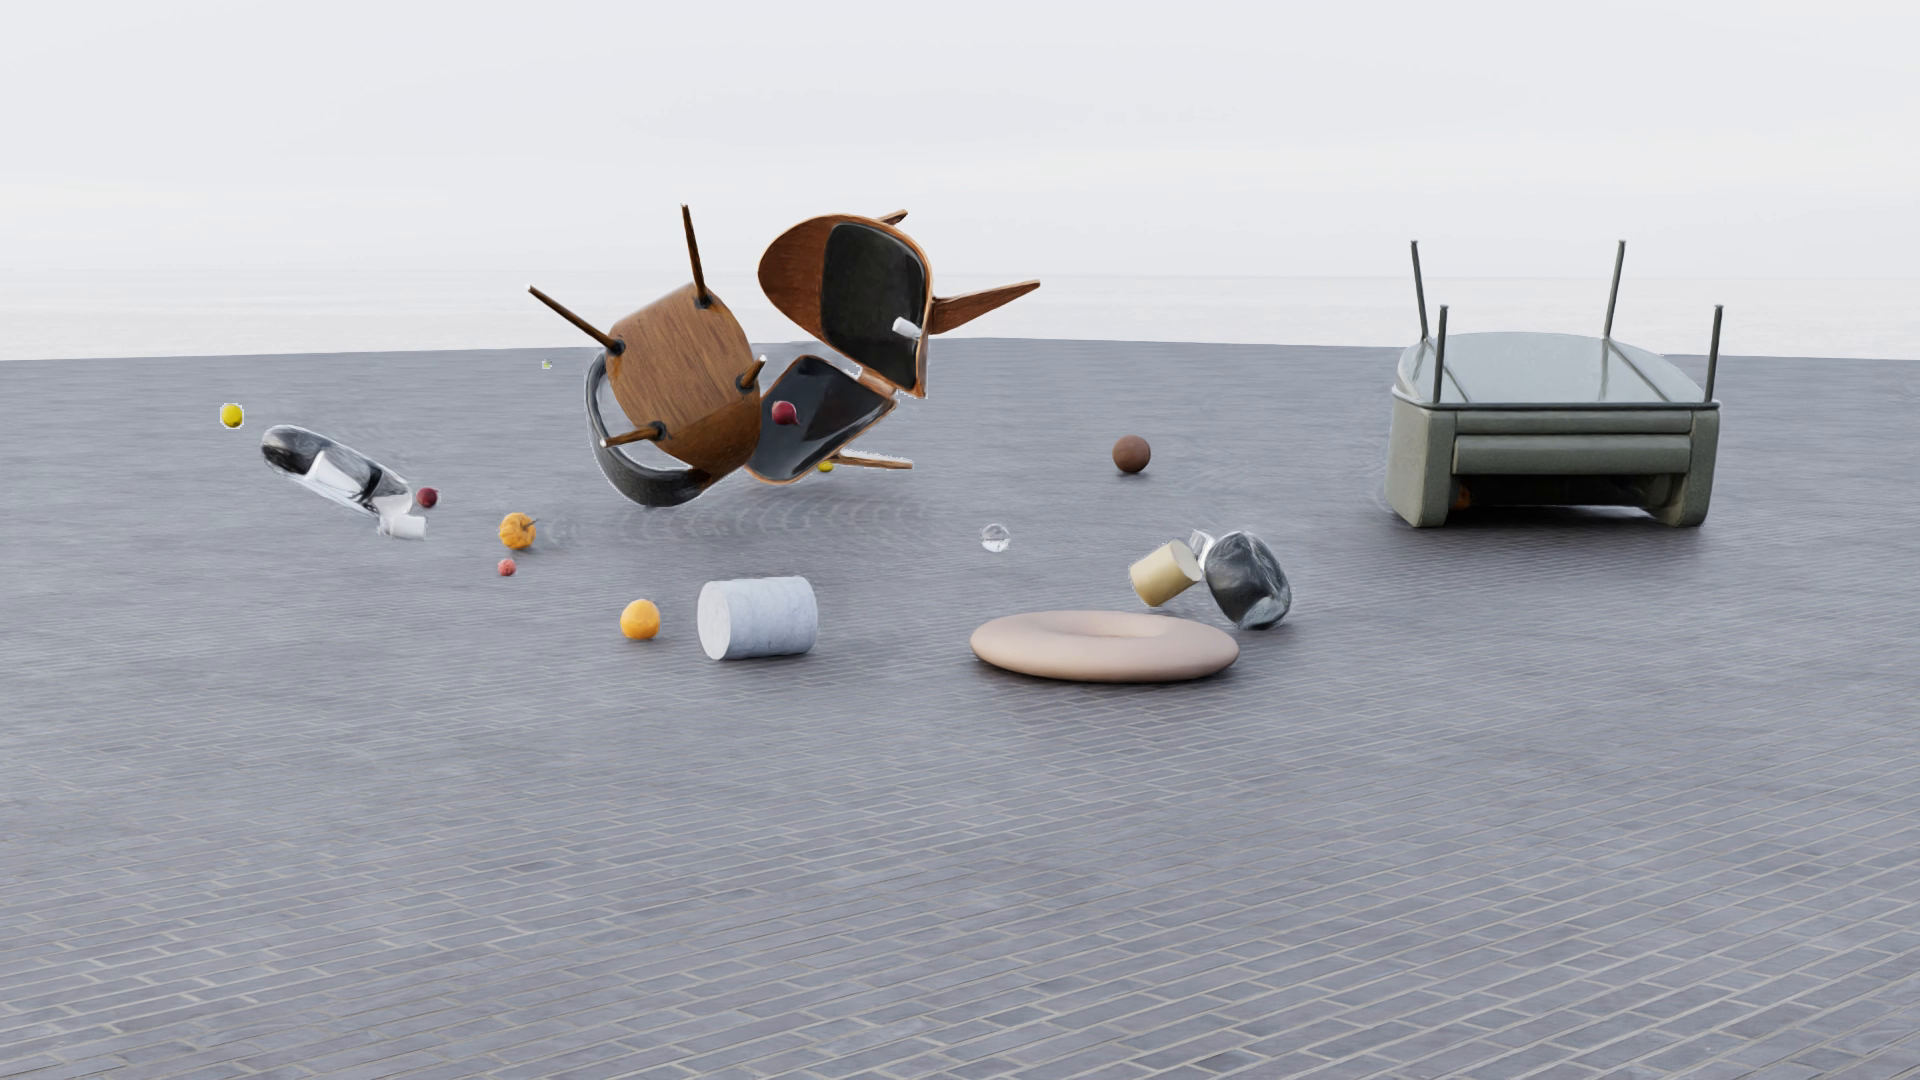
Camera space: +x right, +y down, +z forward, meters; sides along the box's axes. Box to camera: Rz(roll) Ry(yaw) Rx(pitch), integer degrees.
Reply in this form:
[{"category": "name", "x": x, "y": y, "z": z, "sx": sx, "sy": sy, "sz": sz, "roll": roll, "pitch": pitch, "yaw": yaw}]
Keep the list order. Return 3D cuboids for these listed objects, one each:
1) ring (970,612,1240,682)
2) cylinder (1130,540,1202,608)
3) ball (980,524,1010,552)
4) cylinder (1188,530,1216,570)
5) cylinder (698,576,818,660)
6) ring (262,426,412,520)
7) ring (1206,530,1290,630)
[{"category": "ring", "x": 0.243, "y": 0.178, "z": 4.344, "sx": 0.441, "sy": 0.071, "sz": 0.514, "roll": -2, "pitch": 6, "yaw": -22}, {"category": "cylinder", "x": 0.407, "y": 0.066, "z": 5.070, "sx": 0.107, "sy": 0.096, "sz": 0.083, "roll": -34, "pitch": -5, "yaw": 30}, {"category": "ball", "x": 0.084, "y": -0.004, "z": 6.119, "sx": 0.069, "sy": 0.069, "sz": 0.069, "roll": 0, "pitch": 6, "yaw": 0}, {"category": "cylinder", "x": 0.537, "y": 0.022, "z": 5.763, "sx": 0.058, "sy": 0.073, "sz": 0.034, "roll": 31, "pitch": 18, "yaw": 36}, {"category": "cylinder", "x": -0.351, "y": 0.134, "z": 4.448, "sx": 0.166, "sy": 0.136, "sz": 0.136, "roll": -3, "pitch": -24, "yaw": -30}, {"category": "ring", "x": -1.649, "y": -0.177, "z": 6.806, "sx": 0.294, "sy": 0.121, "sz": 0.468, "roll": 12, "pitch": -15, "yaw": 44}, {"category": "ring", "x": 0.540, "y": 0.078, "z": 4.816, "sx": 0.105, "sy": 0.183, "sz": 0.212, "roll": -34, "pitch": 34, "yaw": 20}]
